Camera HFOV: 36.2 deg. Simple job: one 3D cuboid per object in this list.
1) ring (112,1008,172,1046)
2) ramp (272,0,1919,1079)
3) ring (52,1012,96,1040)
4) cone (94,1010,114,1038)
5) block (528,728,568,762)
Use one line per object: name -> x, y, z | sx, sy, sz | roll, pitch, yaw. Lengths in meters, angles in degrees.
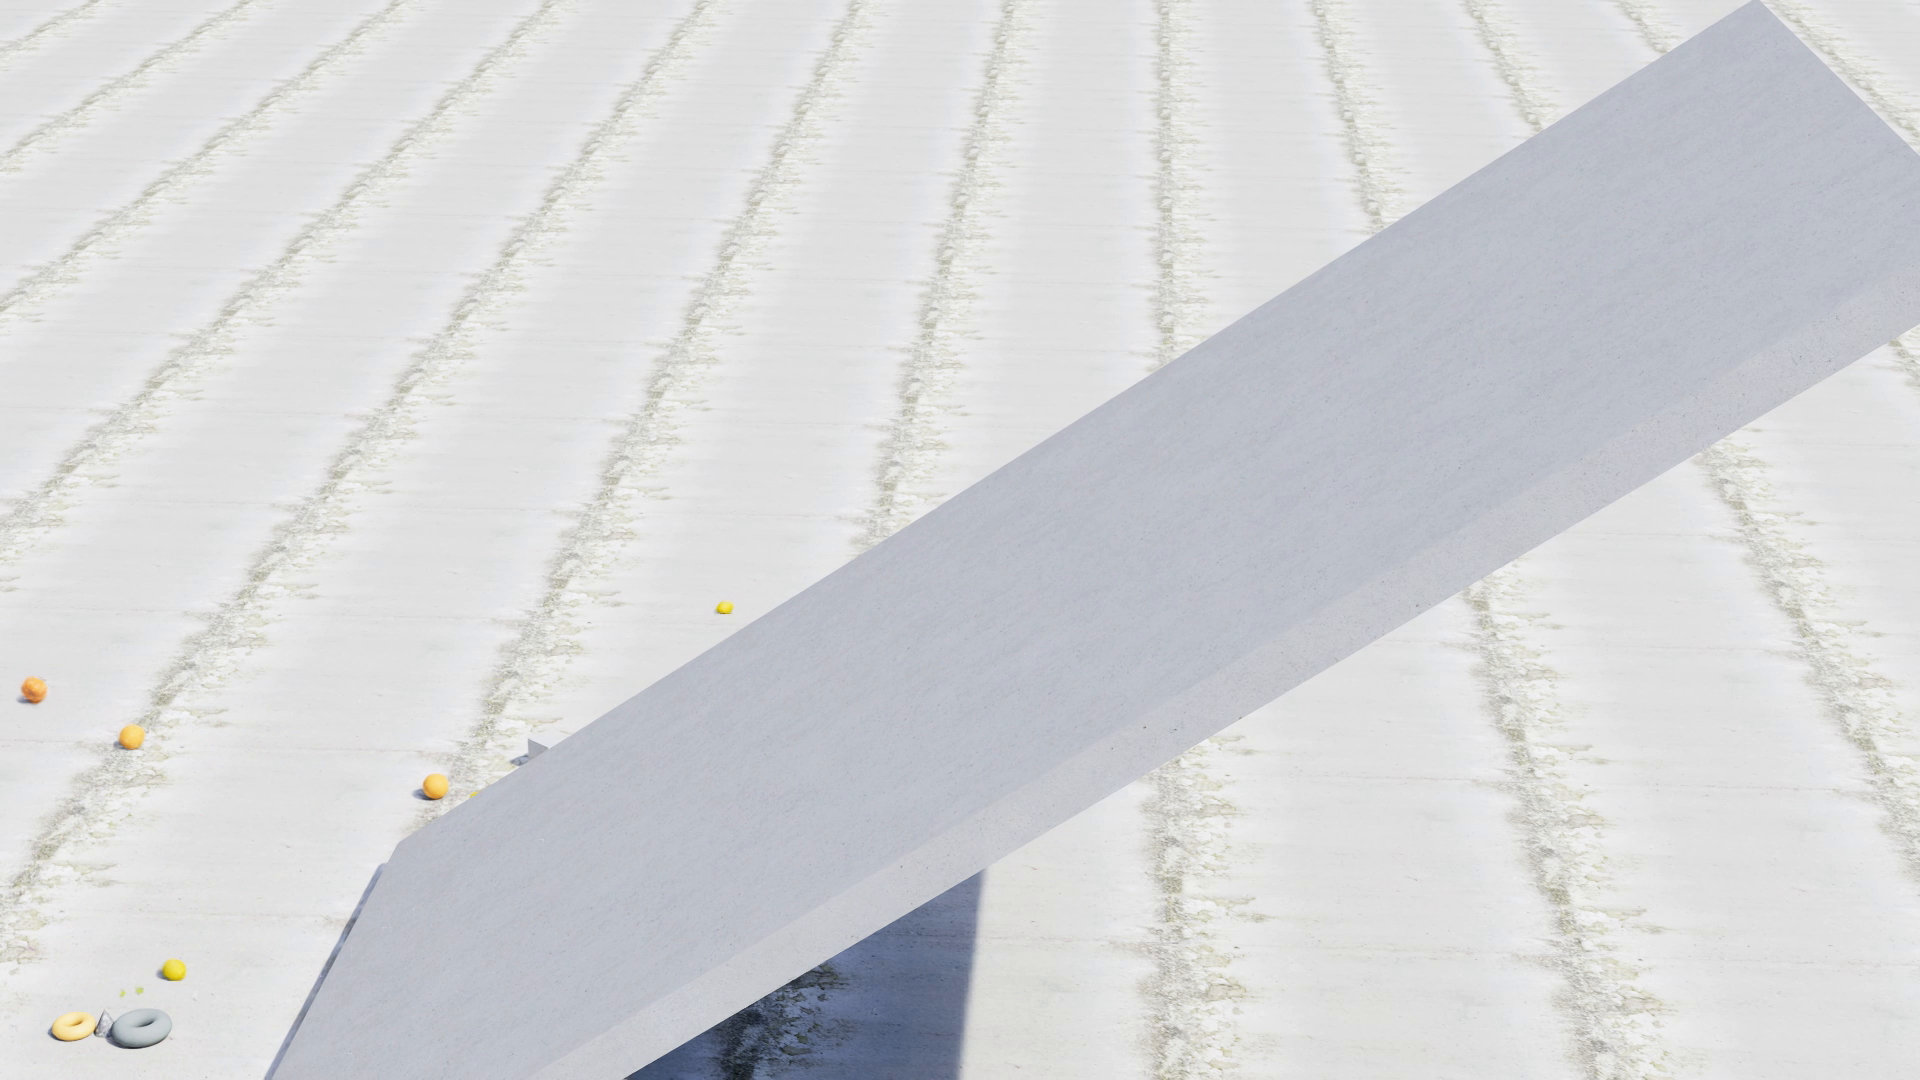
ring -> -1.933, 1.152, 6.951 | 0.139, 0.046, 0.139 | -1, 20, 0
ramp -> 0.137, 0.172, 6.301 | 4.000, 0.100, 2.000 | -32, 16, 14
ring -> -2.100, 1.152, 6.971 | 0.101, 0.034, 0.101 | 0, 22, 0
cone -> -2.024, 1.137, 6.968 | 0.061, 0.061, 0.061 | 0, 21, 0
block -> -1.157, 0.602, 8.328 | 0.092, 0.092, 0.092 | 18, 27, 39
